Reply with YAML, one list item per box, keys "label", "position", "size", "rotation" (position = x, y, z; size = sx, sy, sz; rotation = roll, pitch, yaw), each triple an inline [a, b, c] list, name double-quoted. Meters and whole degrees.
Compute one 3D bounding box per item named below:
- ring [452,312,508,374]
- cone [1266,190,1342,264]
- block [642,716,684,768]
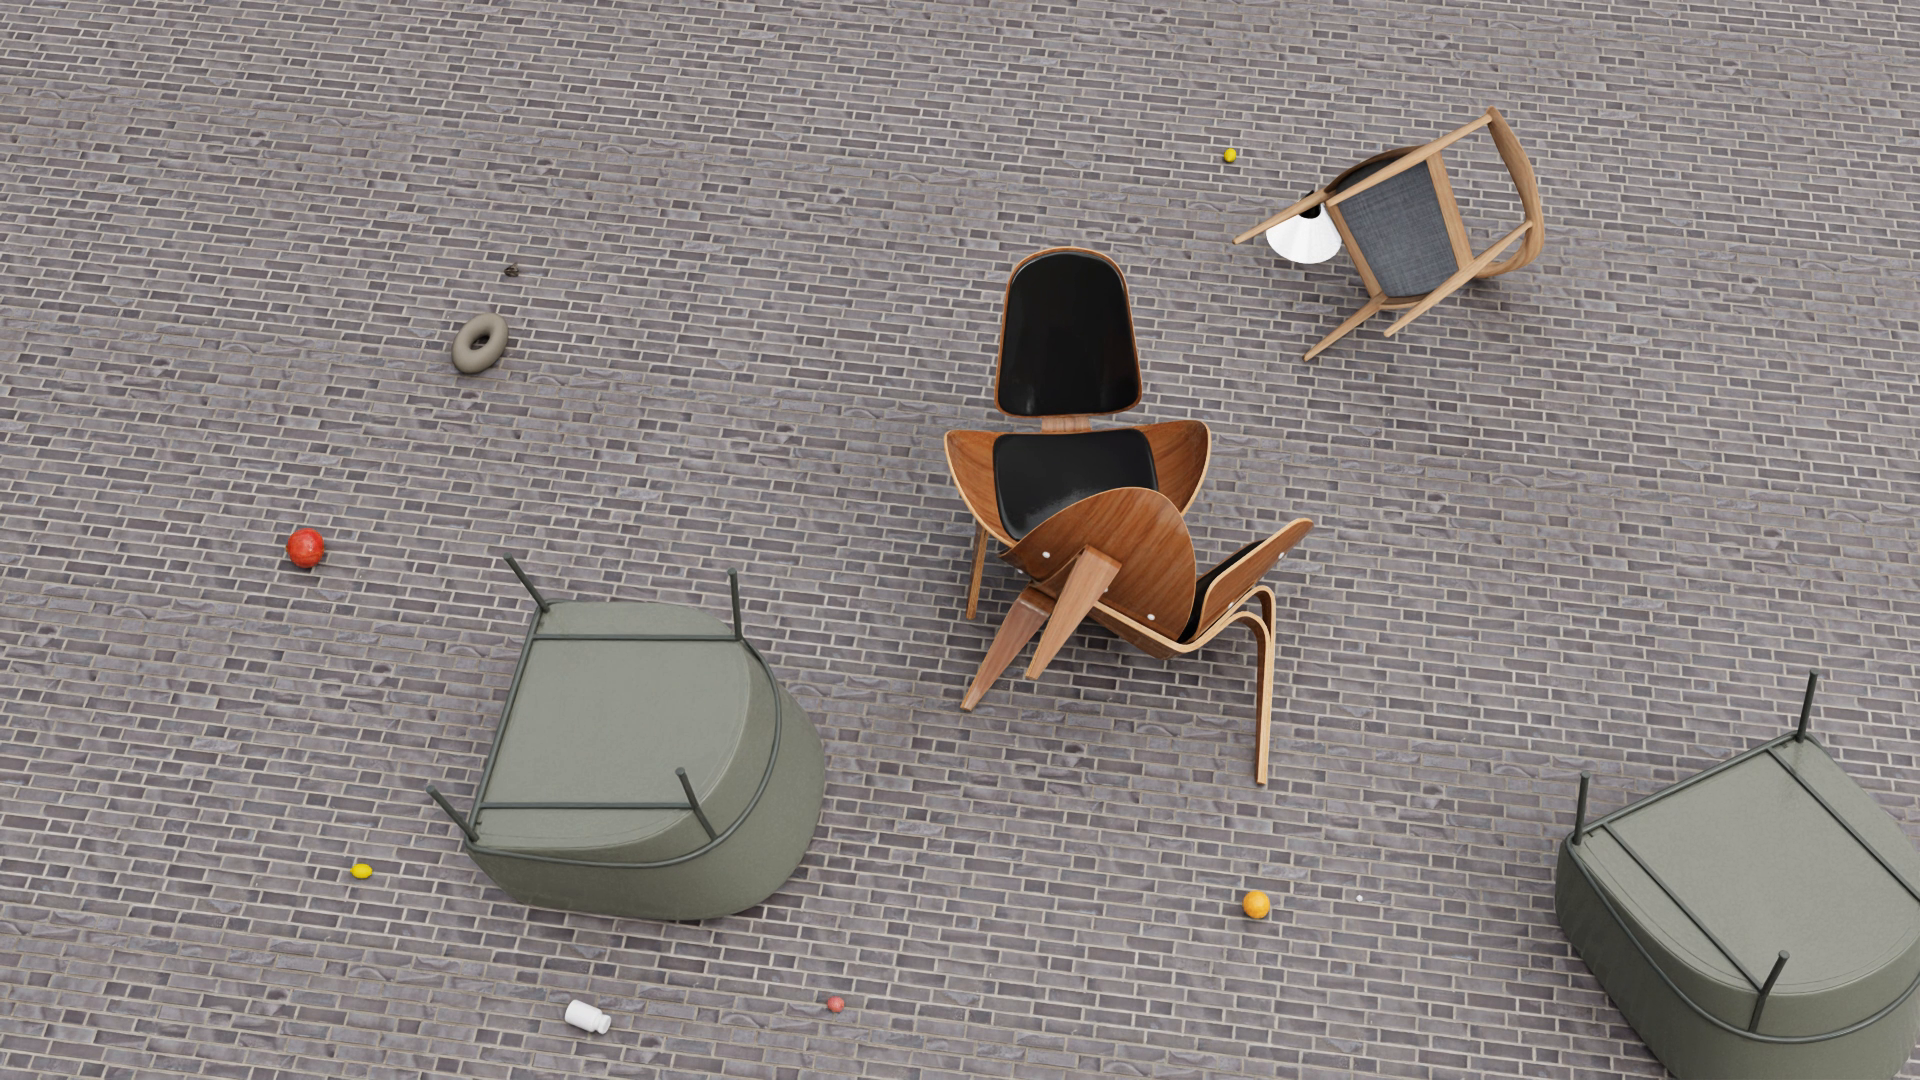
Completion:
- label: "ring"
  position: [-1.516, -0.622, 6.946]
  size: [0.155, 0.077, 0.235]
  rotation: [21, 60, 12]
- label: "cone"
  position: [1.133, -1.063, 7.153]
  size: [0.248, 0.223, 0.230]
  rotation: [21, 59, 14]
- label: "block"
  position: [-0.831, 0.566, 6.161]
  size: [0.081, 0.055, 0.125]
  rotation: [8, 57, 5]
